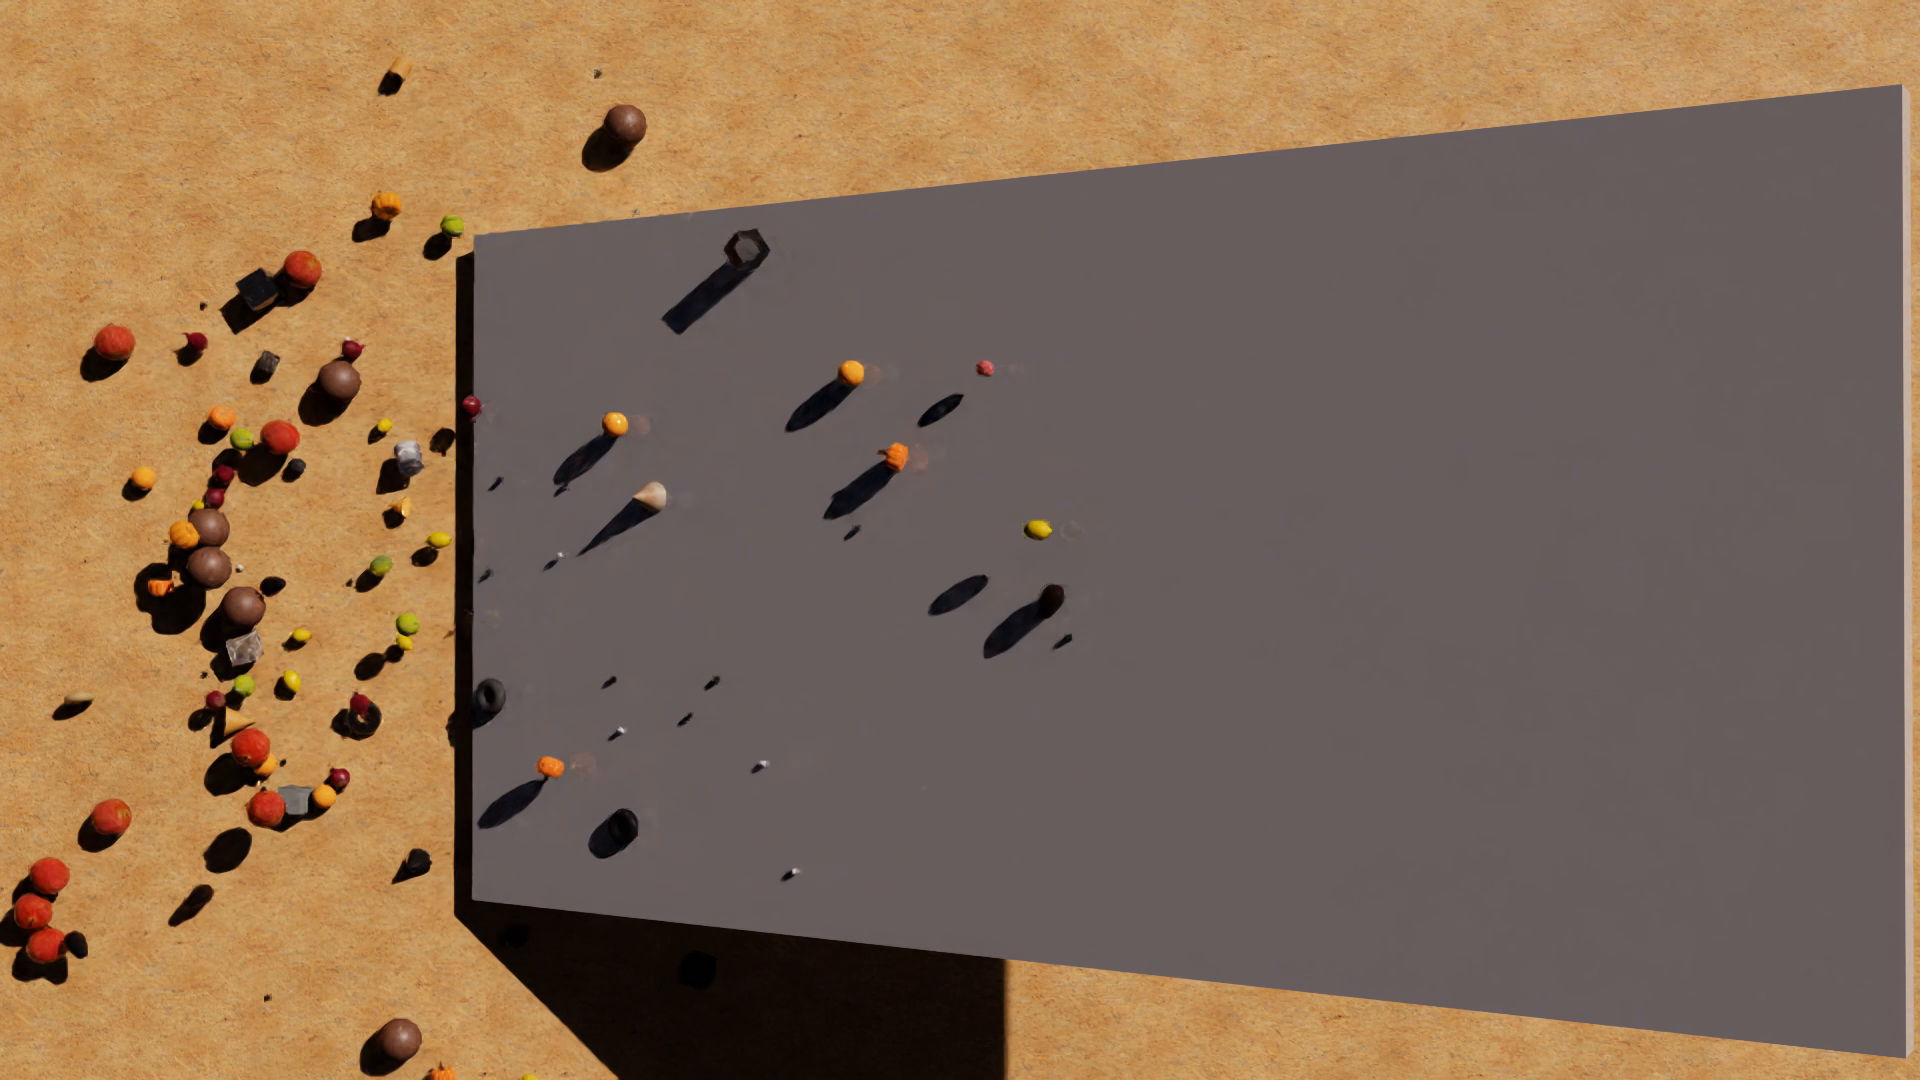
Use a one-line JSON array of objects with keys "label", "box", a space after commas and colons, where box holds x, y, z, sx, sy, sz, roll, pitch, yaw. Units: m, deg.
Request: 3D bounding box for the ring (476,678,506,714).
[{"label": "ring", "box": [-1.398, 0.466, 6.549, 0.108, 0.036, 0.108, -1, 89, 33]}]

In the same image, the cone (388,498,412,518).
[{"label": "cone", "box": [-1.707, -0.103, 6.664, 0.063, 0.063, 0.063, 9, 89, 15]}]

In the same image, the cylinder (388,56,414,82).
[{"label": "cylinder", "box": [-1.698, -1.431, 6.676, 0.055, 0.055, 0.055, 25, 77, 0]}]

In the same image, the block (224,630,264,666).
[{"label": "block", "box": [-2.163, 0.325, 6.649, 0.076, 0.076, 0.076, -13, 107, 2]}]

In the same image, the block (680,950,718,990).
[{"label": "block", "box": [-0.789, 1.296, 6.632, 0.076, 0.076, 0.076, 16, 105, 19]}]

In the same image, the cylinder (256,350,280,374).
[{"label": "cylinder", "box": [-2.099, -0.541, 6.677, 0.054, 0.054, 0.054, 26, 92, 0]}]

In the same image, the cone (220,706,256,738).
[{"label": "cone", "box": [-2.186, 0.550, 6.673, 0.098, 0.098, 0.098, 3, 89, -27]}]

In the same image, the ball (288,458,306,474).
[{"label": "ball", "box": [-2.014, -0.224, 6.677, 0.052, 0.052, 0.052, 0, 89, 0]}]

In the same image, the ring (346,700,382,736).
[{"label": "ring", "box": [-1.810, 0.539, 6.678, 0.108, 0.036, 0.108, 0, 91, 1]}]

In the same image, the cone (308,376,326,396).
[{"label": "cone", "box": [-1.944, -0.475, 6.692, 0.056, 0.056, 0.056, 20, 63, 0]}]

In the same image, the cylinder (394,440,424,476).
[{"label": "cylinder", "box": [-1.665, -0.246, 6.638, 0.077, 0.077, 0.077, -19, 53, 0]}]

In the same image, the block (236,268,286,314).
[{"label": "block", "box": [-2.117, -0.756, 6.661, 0.093, 0.093, 0.093, -33, 90, 0]}]

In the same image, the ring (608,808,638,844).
[{"label": "ring", "box": [-0.961, 0.819, 6.277, 0.102, 0.034, 0.102, 0, 90, 30]}]

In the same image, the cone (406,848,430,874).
[{"label": "cone", "box": [-1.653, 0.982, 6.644, 0.082, 0.082, 0.082, 1, 95, 9]}]

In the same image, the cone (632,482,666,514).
[{"label": "cone", "box": [-0.894, -0.121, 6.209, 0.094, 0.094, 0.094, 0, 89, 32]}]

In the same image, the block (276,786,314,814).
[{"label": "block", "box": [-2.010, 0.786, 6.649, 0.076, 0.076, 0.076, 3, 89, 12]}]

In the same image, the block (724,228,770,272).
[{"label": "block", "box": [-0.583, -0.792, 6.011, 0.077, 0.077, 0.077, -17, 69, -43]}]

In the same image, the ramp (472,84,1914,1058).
[{"label": "ramp", "box": [0.263, 0.072, 5.606, 4.000, 0.100, 2.000, 0, 89, 32]}]
